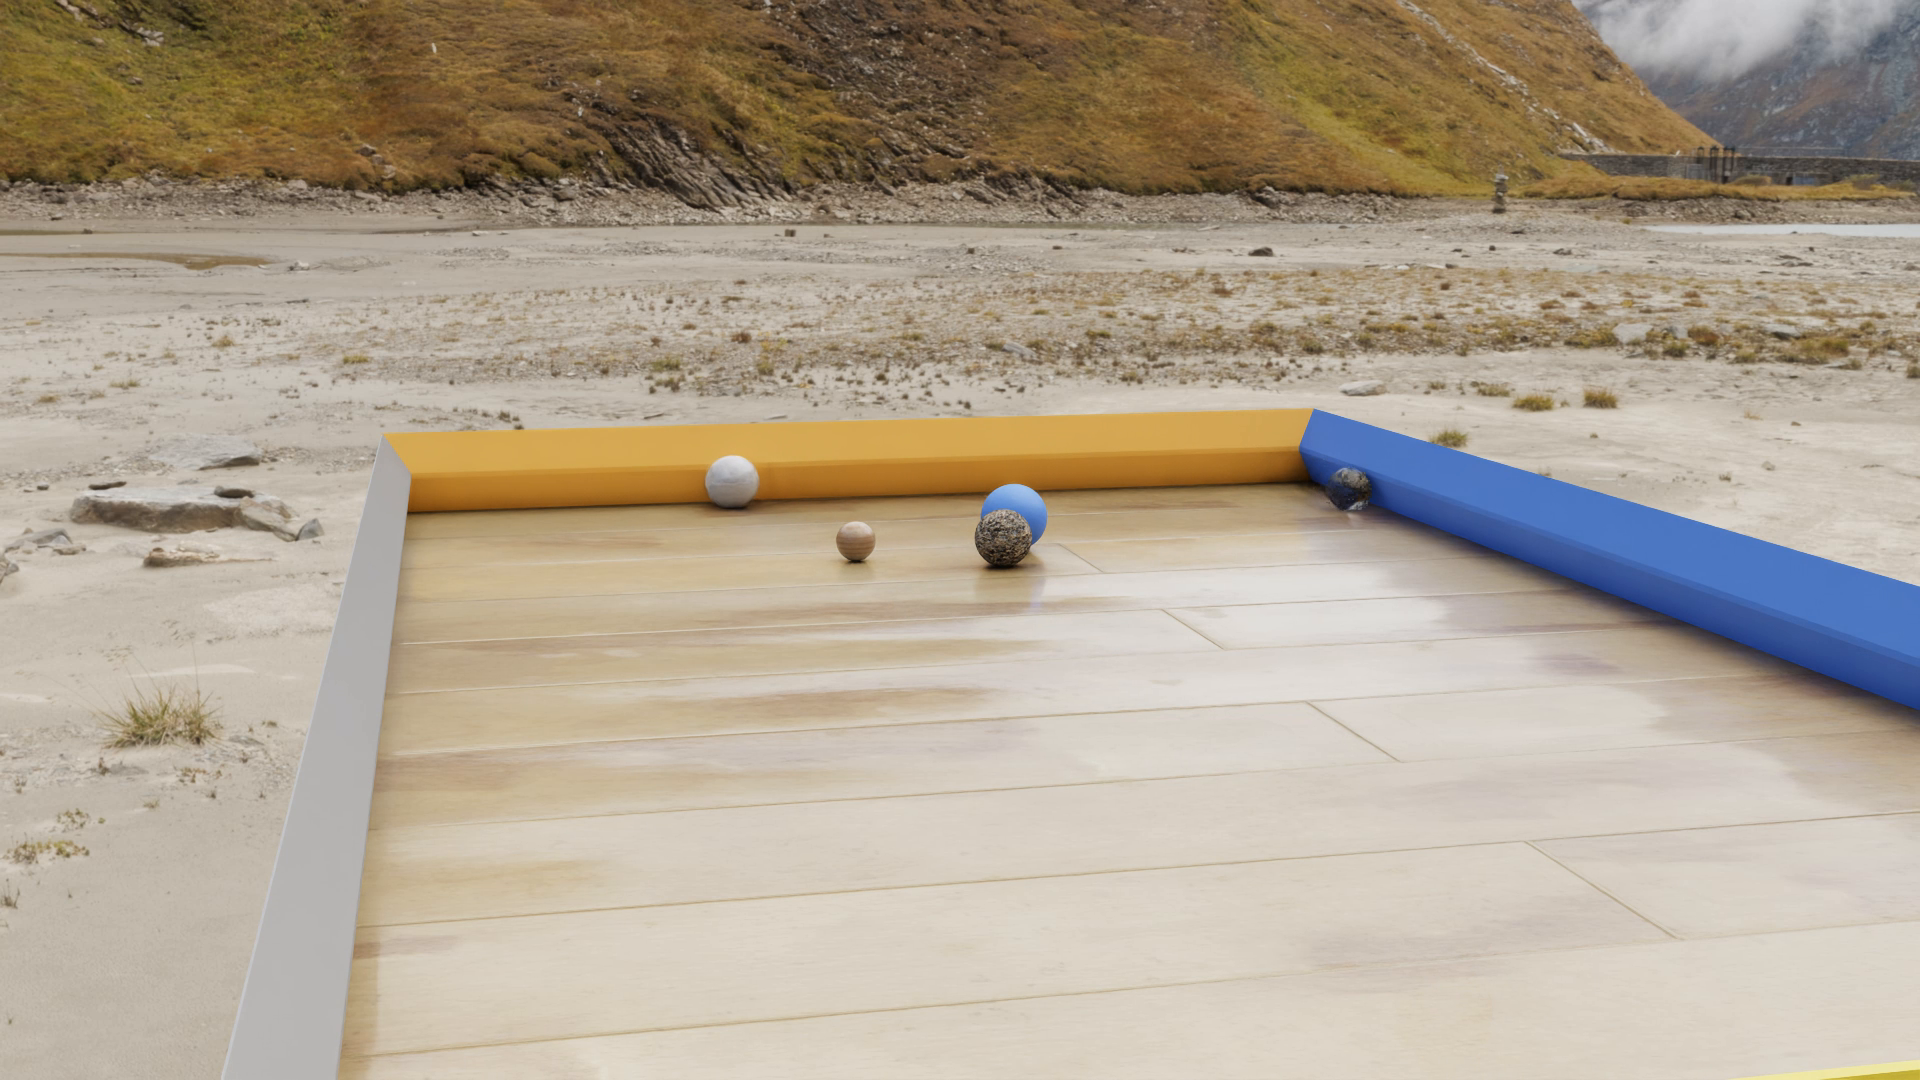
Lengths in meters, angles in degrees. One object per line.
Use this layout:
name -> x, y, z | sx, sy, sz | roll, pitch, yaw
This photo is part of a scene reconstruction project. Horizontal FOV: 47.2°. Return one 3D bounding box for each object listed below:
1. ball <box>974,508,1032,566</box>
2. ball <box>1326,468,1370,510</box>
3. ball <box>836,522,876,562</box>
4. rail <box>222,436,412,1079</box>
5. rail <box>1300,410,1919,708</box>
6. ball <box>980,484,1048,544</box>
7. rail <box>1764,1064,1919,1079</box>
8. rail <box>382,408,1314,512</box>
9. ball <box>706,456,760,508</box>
ball -> 0.062, -0.003, 3.124 | 0.082, 0.082, 0.082 | 0, 10, 0
ball -> 0.638, -0.084, 3.615 | 0.071, 0.071, 0.071 | 0, 10, 0
ball -> -0.150, 0.002, 3.169 | 0.058, 0.058, 0.058 | 0, 10, 0
rail -> -0.611, 0.123, 2.265 | 0.045, 0.128, 2.773 | -2, 10, -13
rail -> 0.920, 0.063, 2.609 | 0.045, 0.128, 2.773 | -2, 10, -13
ball -> 0.080, -0.034, 3.250 | 0.099, 0.099, 0.099 | 0, 10, 0
rail -> 0.457, 0.322, 1.129 | 1.618, 0.128, 0.045 | -2, 10, -13
rail -> -0.149, -0.137, 3.746 | 1.618, 0.128, 0.045 | -2, 10, -13
ball -> -0.376, -0.096, 3.634 | 0.089, 0.089, 0.089 | 0, 10, 0
